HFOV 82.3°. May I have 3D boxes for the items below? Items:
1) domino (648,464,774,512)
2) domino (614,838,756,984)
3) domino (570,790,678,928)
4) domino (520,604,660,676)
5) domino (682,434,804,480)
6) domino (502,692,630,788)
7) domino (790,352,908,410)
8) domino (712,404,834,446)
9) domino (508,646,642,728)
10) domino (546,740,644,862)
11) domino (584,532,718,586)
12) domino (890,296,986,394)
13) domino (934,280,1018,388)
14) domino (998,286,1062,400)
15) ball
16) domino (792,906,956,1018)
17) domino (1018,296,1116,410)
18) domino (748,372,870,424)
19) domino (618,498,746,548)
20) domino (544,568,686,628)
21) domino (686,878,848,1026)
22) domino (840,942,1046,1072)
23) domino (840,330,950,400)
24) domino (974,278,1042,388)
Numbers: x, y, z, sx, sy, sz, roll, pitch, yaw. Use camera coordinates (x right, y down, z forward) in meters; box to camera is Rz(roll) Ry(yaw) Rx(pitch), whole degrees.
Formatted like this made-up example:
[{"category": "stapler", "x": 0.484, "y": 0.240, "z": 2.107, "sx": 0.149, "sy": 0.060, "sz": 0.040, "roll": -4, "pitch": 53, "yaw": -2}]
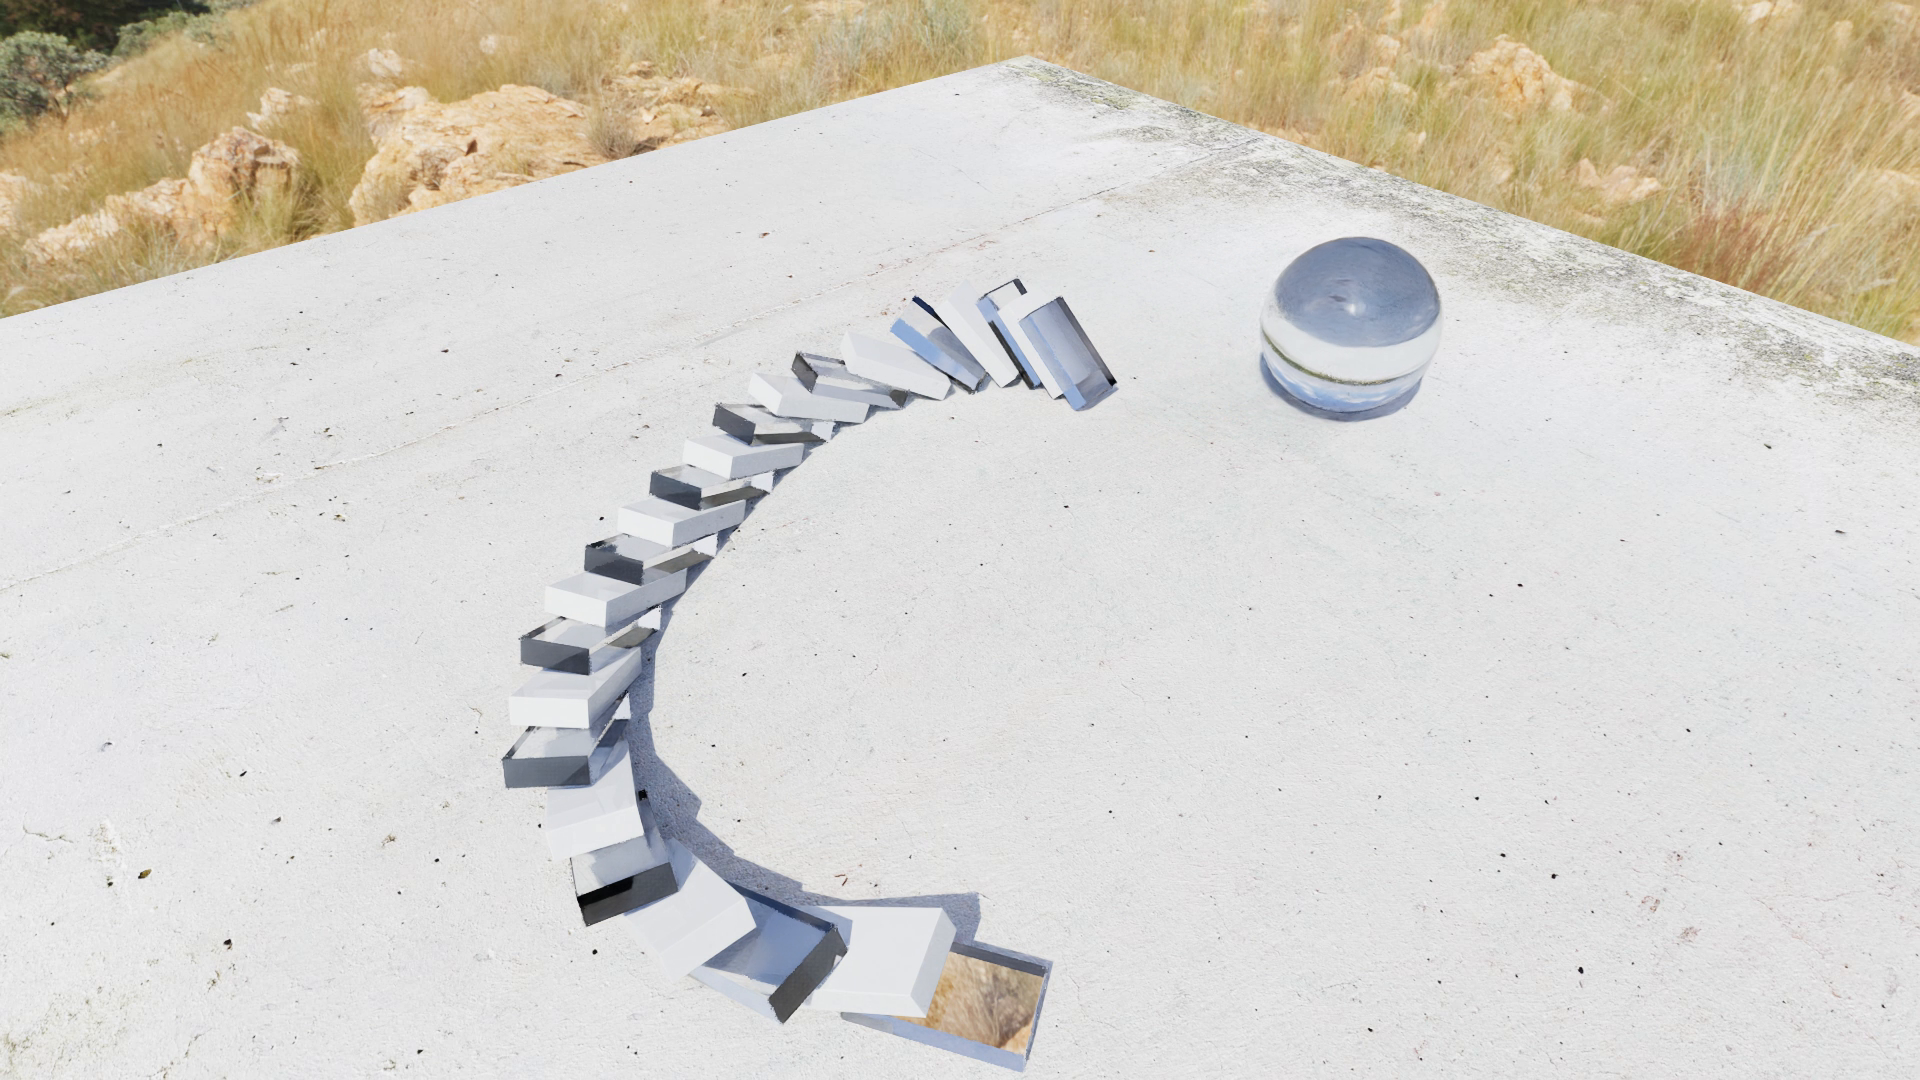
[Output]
[{"category": "domino", "x": -0.102, "y": -0.024, "z": 0.457, "sx": 0.025, "sy": 0.009, "sz": 0.050, "roll": 18, "pitch": 18, "yaw": 20}, {"category": "domino", "x": -0.079, "y": 0.101, "z": 0.304, "sx": 0.025, "sy": 0.009, "sz": 0.050, "roll": -28, "pitch": 21, "yaw": -30}, {"category": "domino", "x": -0.099, "y": 0.090, "z": 0.317, "sx": 0.025, "sy": 0.009, "sz": 0.050, "roll": -17, "pitch": 17, "yaw": -20}, {"category": "domino", "x": -0.129, "y": 0.033, "z": 0.387, "sx": 0.025, "sy": 0.009, "sz": 0.050, "roll": 8, "pitch": 15, "yaw": 10}, {"category": "domino", "x": -0.093, "y": -0.038, "z": 0.474, "sx": 0.025, "sy": 0.010, "sz": 0.050, "roll": 20, "pitch": 19, "yaw": 23}, {"category": "domino", "x": -0.124, "y": 0.063, "z": 0.350, "sx": 0.025, "sy": 0.009, "sz": 0.050, "roll": -2, "pitch": 14, "yaw": -3}, {"category": "domino", "x": -0.052, "y": -0.075, "z": 0.518, "sx": 0.050, "sy": 0.009, "sz": 0.025, "roll": 5, "pitch": 31, "yaw": -38}, {"category": "domino", "x": -0.083, "y": -0.052, "z": 0.491, "sx": 0.025, "sy": 0.009, "sz": 0.050, "roll": 27, "pitch": 21, "yaw": 29}, {"category": "domino", "x": -0.127, "y": 0.048, "z": 0.368, "sx": 0.025, "sy": 0.010, "sz": 0.050, "roll": 2, "pitch": 14, "yaw": 2}, {"category": "domino", "x": -0.111, "y": 0.078, "z": 0.333, "sx": 0.025, "sy": 0.010, "sz": 0.050, "roll": -14, "pitch": 16, "yaw": -16}, {"category": "domino", "x": -0.118, "y": 0.004, "z": 0.422, "sx": 0.025, "sy": 0.009, "sz": 0.050, "roll": 14, "pitch": 16, "yaw": 16}, {"category": "domino", "x": -0.008, "y": -0.096, "z": 0.539, "sx": 0.050, "sy": 0.010, "sz": 0.025, "roll": 37, "pitch": 41, "yaw": -11}, {"category": "domino", "x": 0.012, "y": -0.102, "z": 0.542, "sx": 0.010, "sy": 0.050, "sz": 0.025, "roll": -30, "pitch": 19, "yaw": 40}, {"category": "domino", "x": 0.042, "y": -0.096, "z": 0.536, "sx": 0.025, "sy": 0.010, "sz": 0.050, "roll": -36, "pitch": 94, "yaw": -35}, {"category": "ball", "x": 0.180, "y": -0.099, "z": 0.509, "sx": 0.080, "sy": 0.080, "sz": 0.080, "roll": 0, "pitch": 39, "yaw": 0}, {"category": "domino", "x": -0.028, "y": 0.111, "z": 0.292, "sx": 0.050, "sy": 0.009, "sz": 0.025, "roll": -10, "pitch": 33, "yaw": 29}, {"category": "domino", "x": 0.052, "y": -0.090, "z": 0.528, "sx": 0.025, "sy": 0.010, "sz": 0.050, "roll": -36, "pitch": 94, "yaw": -35}, {"category": "domino", "x": -0.069, "y": -0.065, "z": 0.506, "sx": 0.050, "sy": 0.010, "sz": 0.025, "roll": 0, "pitch": 30, "yaw": -45}, {"category": "domino", "x": -0.110, "y": -0.010, "z": 0.440, "sx": 0.025, "sy": 0.010, "sz": 0.050, "roll": 15, "pitch": 17, "yaw": 18}, {"category": "domino", "x": -0.126, "y": 0.018, "z": 0.405, "sx": 0.025, "sy": 0.009, "sz": 0.050, "roll": 13, "pitch": 16, "yaw": 16}, {"category": "domino", "x": -0.057, "y": 0.109, "z": 0.295, "sx": 0.050, "sy": 0.010, "sz": 0.025, "roll": 3, "pitch": 33, "yaw": 42}, {"category": "domino", "x": -0.004, "y": 0.122, "z": 0.295, "sx": 0.050, "sy": 0.010, "sz": 0.025, "roll": 11, "pitch": 41, "yaw": 13}, {"category": "domino", "x": -0.031, "y": -0.084, "z": 0.529, "sx": 0.050, "sy": 0.010, "sz": 0.025, "roll": 13, "pitch": 33, "yaw": -27}, {"category": "domino", "x": 0.032, "y": -0.102, "z": 0.543, "sx": 0.025, "sy": 0.009, "sz": 0.050, "roll": -35, "pitch": 93, "yaw": -35}]
